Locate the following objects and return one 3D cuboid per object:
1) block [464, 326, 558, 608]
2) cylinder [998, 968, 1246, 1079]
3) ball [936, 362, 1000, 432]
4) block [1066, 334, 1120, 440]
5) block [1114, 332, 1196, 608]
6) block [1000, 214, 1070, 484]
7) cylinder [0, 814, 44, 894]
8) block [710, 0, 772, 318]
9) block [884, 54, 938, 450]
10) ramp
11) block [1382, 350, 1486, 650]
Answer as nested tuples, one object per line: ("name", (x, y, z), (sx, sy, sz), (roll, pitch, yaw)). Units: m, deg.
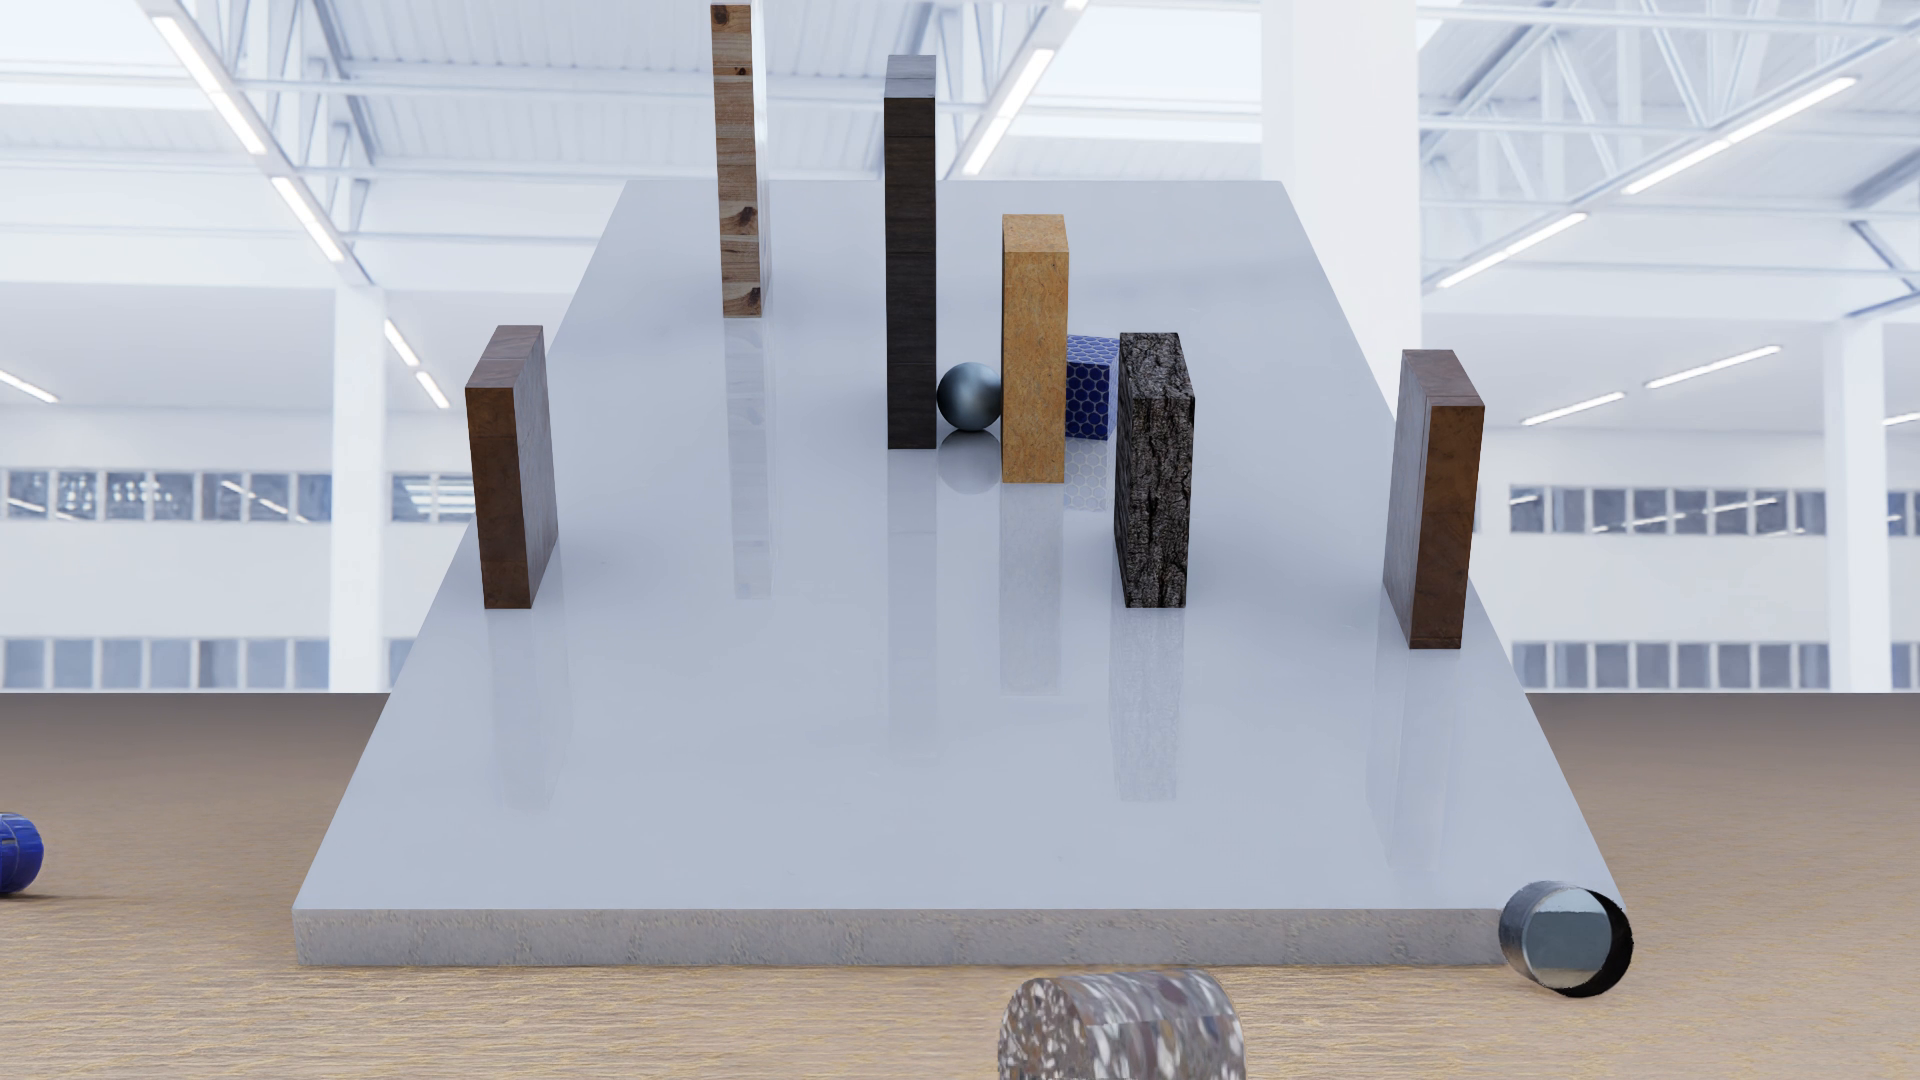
("block", (-0.857, -0.144, 4.481), (0.088, 0.447, 0.344), (0, 24, 0))
("cylinder", (0.145, 0.473, 2.109), (0.162, 0.162, 0.162), (2, -4, -30))
("ball", (0.025, -0.322, 5.229), (0.155, 0.155, 0.155), (0, -4, 0))
("block", (0.266, -0.347, 5.260), (0.178, 0.178, 0.178), (6, 25, 14))
("block", (0.371, -0.139, 4.505), (0.114, 0.424, 0.363), (0, 24, 0))
("block", (0.157, -0.411, 4.994), (0.131, 0.513, 0.270), (0, 24, 0))
("cylinder", (-1.961, 0.634, 4.680), (0.163, 0.163, 0.163), (-1, -4, 13))
("block", (-0.555, -1.008, 5.965), (0.097, 0.795, 0.383), (0, 24, 0))
("block", (-0.106, -0.640, 5.169), (0.107, 0.785, 0.396), (0, 24, 0))
("ramp", (-0.008, -0.229, 5.334), (2.000, 0.100, 4.000), (0, 24, 0))
("block", (0.870, -0.078, 4.307), (0.094, 0.477, 0.293), (0, 24, 0))
